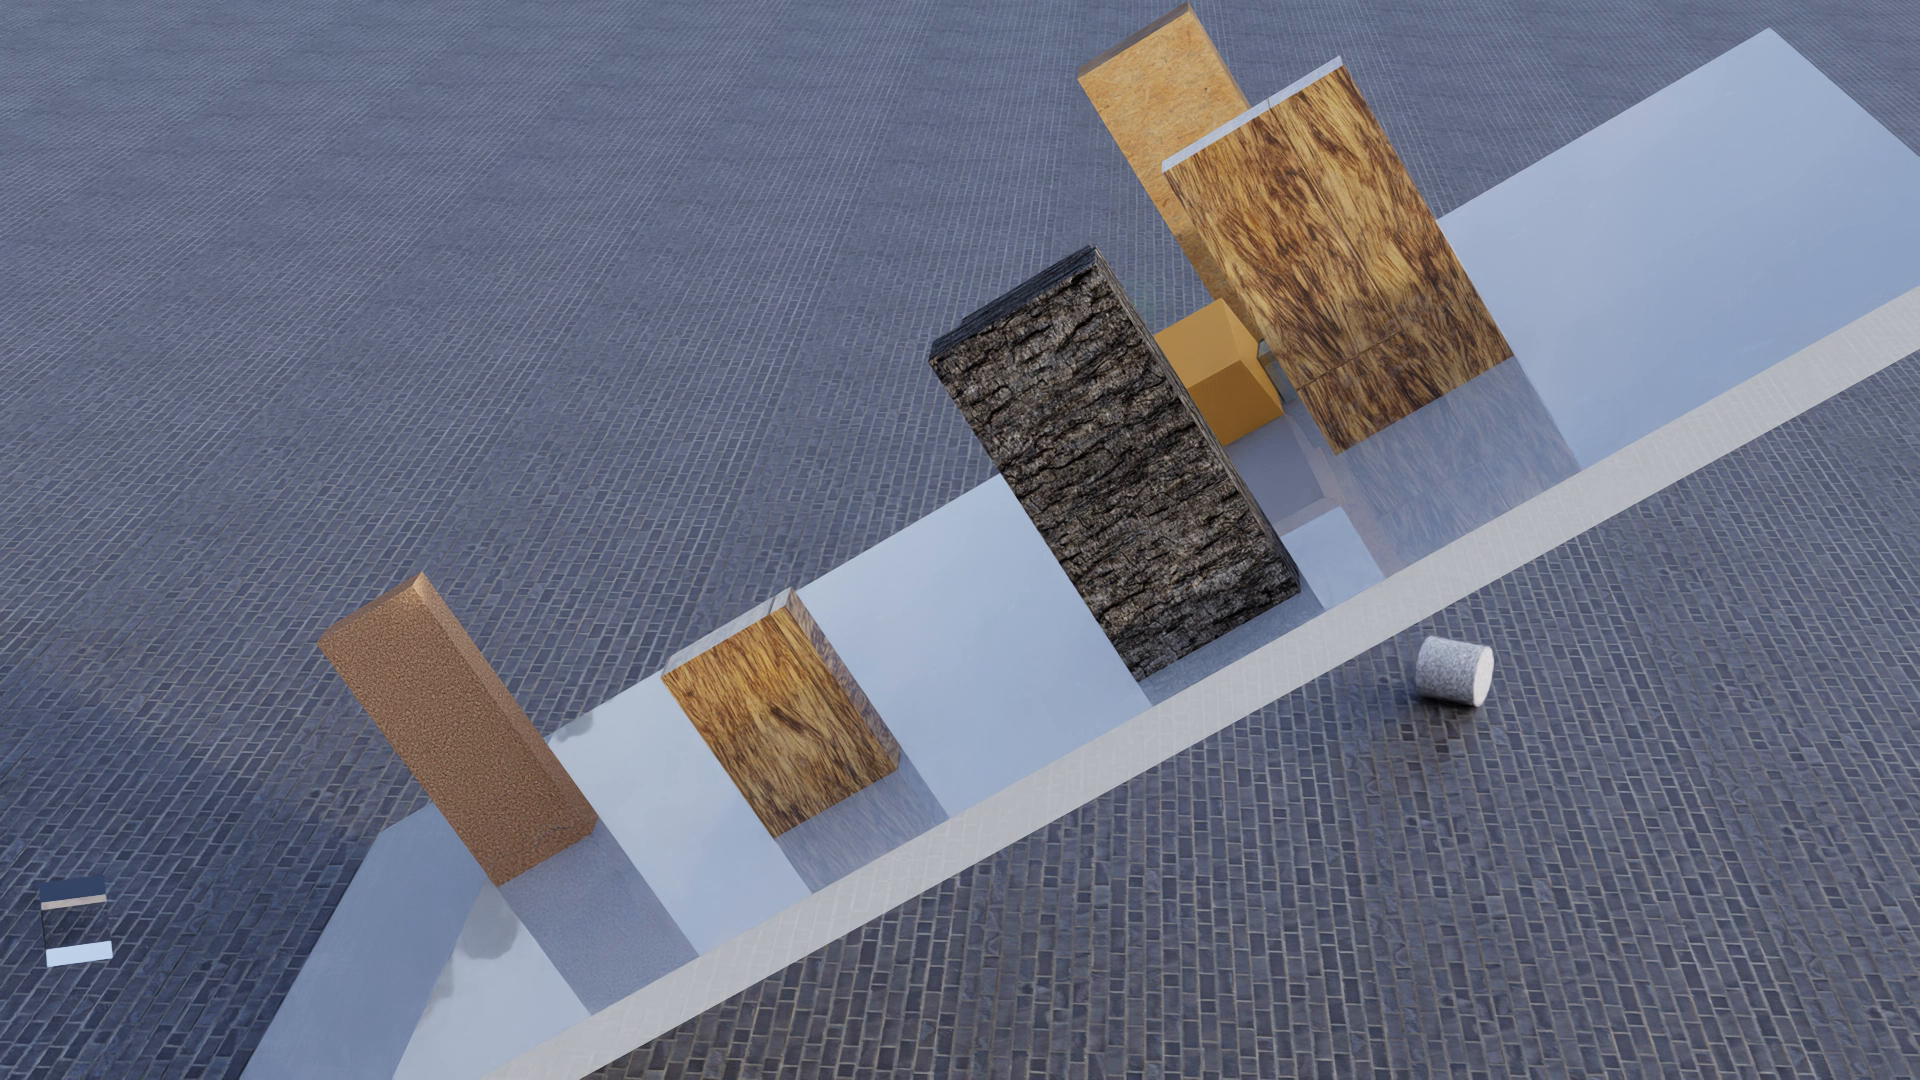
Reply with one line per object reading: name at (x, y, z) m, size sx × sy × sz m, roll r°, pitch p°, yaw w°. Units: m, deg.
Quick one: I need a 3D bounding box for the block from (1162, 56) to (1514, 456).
block at (0.746, -0.556, 5.803) m, size 0.403 × 0.674 × 0.103 m, roll -30°, pitch 15°, yaw 13°

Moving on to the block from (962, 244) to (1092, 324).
block at (0.272, -0.350, 6.504) m, size 0.334 × 0.490 × 0.149 m, roll -30°, pitch 15°, yaw 13°

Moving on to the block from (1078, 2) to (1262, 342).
block at (0.597, -0.820, 6.754) m, size 0.290 × 0.773 × 0.142 m, roll -30°, pitch 15°, yaw 13°

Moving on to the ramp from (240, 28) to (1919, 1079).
ramp at (0.141, 0.169, 6.291) m, size 4.000 × 0.100 × 2.000 m, roll -30°, pitch 15°, yaw 13°

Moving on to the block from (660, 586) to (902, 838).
block at (-0.350, 0.341, 5.790) m, size 0.294 × 0.402 × 0.105 m, roll -30°, pitch 15°, yaw 13°

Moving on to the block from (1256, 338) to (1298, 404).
block at (0.732, -0.394, 6.404) m, size 0.122 × 0.122 × 0.122 m, roll -28°, pitch 16°, yaw 18°

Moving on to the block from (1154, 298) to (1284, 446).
block at (0.546, -0.351, 6.361) m, size 0.201 × 0.201 × 0.201 m, roll -29°, pitch 43°, yaw 18°

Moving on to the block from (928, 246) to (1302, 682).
block at (0.285, -0.134, 5.345) m, size 0.347 × 0.718 × 0.133 m, roll -30°, pitch 15°, yaw 13°

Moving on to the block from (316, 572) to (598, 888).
block at (-1.115, 0.426, 6.554) m, size 0.263 × 0.690 × 0.093 m, roll -30°, pitch 15°, yaw 13°

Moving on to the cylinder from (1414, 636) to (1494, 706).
cylinder at (1.463, 0.390, 8.704) m, size 0.179 × 0.179 × 0.179 m, roll 10°, pitch 22°, yaw 26°

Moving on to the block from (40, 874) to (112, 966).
block at (-2.171, 0.934, 7.221) m, size 0.154 × 0.154 × 0.154 m, roll -6°, pitch 21°, yaw -17°
